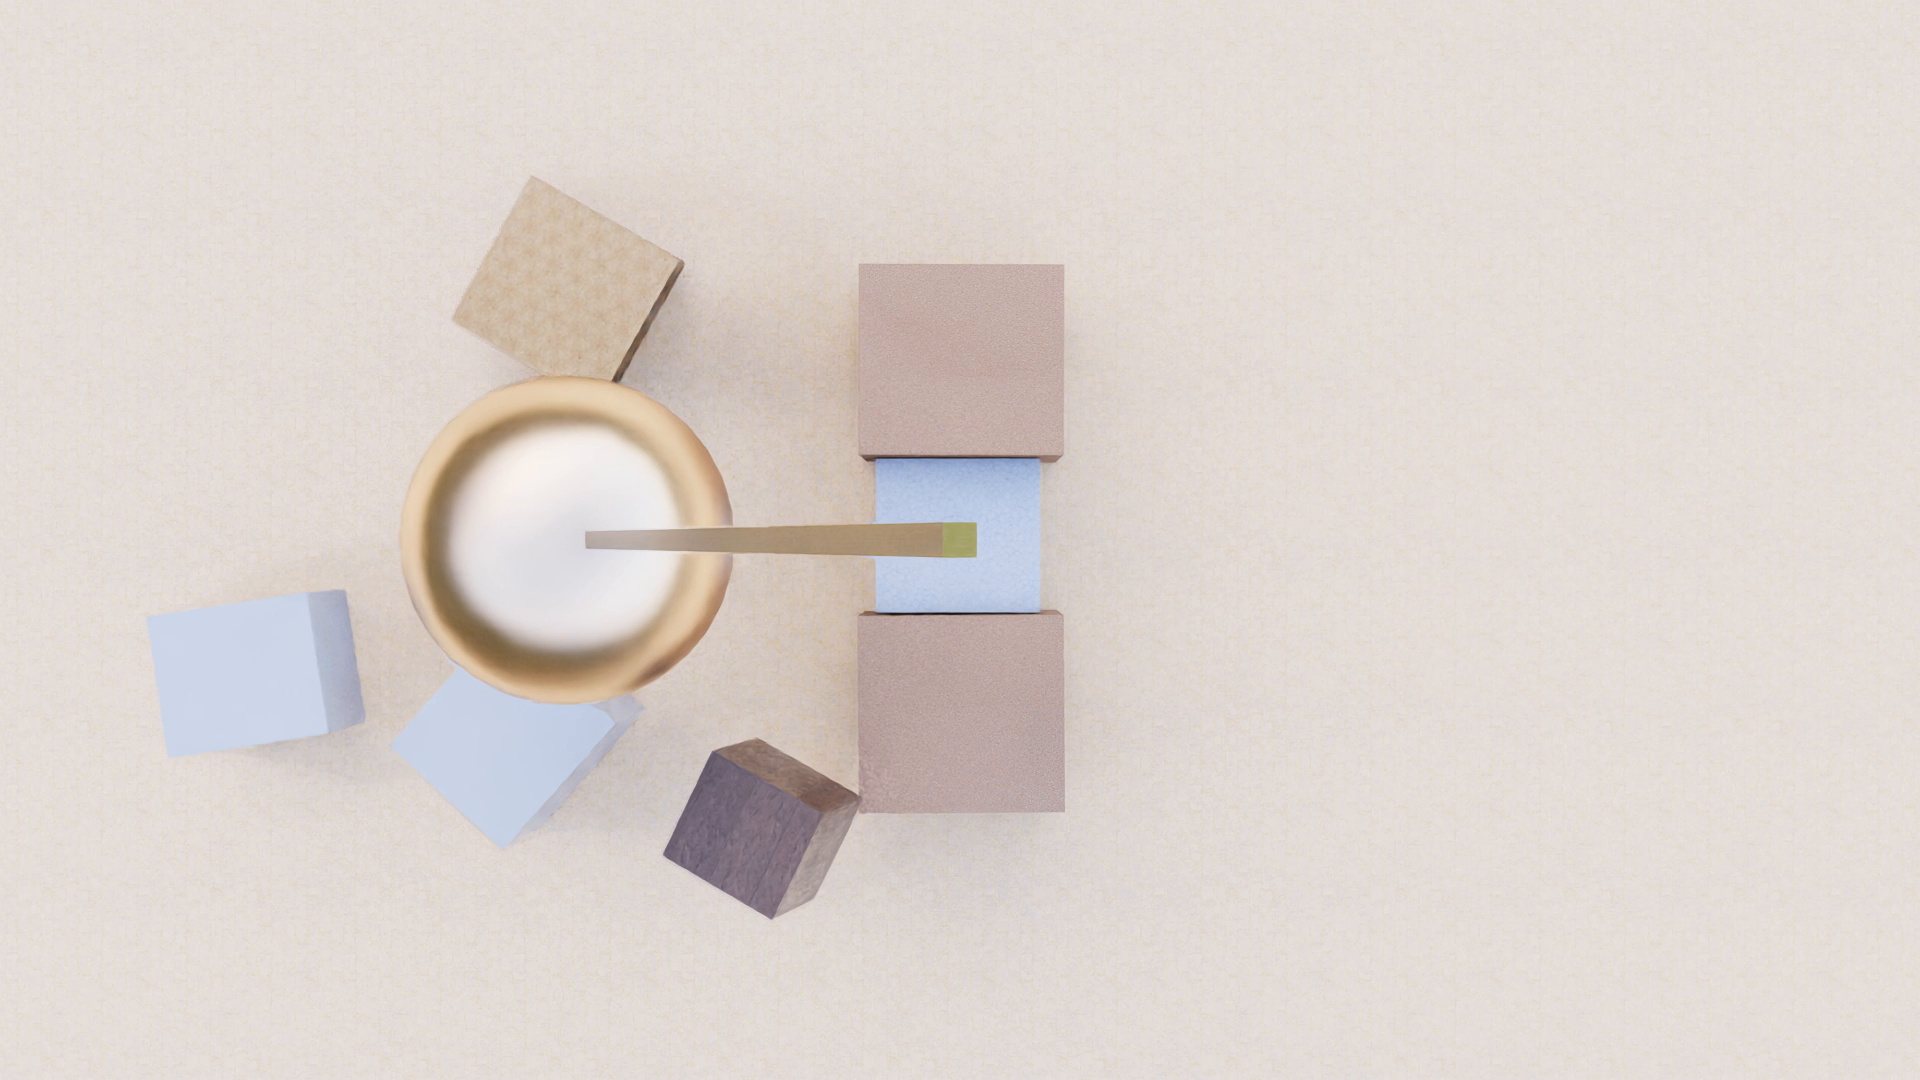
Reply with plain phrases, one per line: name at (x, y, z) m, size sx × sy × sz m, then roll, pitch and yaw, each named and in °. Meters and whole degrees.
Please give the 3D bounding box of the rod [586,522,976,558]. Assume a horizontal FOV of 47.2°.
rod at (-0.820, 0.000, 7.417) m, size 0.080 × 5.200 × 0.080 m, roll 0°, pitch 90°, yaw -18°

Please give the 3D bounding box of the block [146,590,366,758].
block at (-4.015, 0.752, 12.610) m, size 0.896 × 0.780 × 0.794 m, roll -9°, pitch 90°, yaw 0°

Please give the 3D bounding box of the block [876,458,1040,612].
block at (-0.012, -0.025, 12.592) m, size 0.911 × 0.815 × 0.852 m, roll 0°, pitch 90°, yaw 0°

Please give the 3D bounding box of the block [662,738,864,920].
block at (-1.042, 1.527, 11.731) m, size 0.688 × 0.653 × 0.628 m, roll 28°, pitch 98°, yaw 14°

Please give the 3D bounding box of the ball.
ball at (-1.892, 0.000, 10.644) m, size 1.600 × 1.600 × 1.600 m, roll 0°, pitch 90°, yaw 0°

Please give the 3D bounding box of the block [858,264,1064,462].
block at (0.007, -0.978, 12.450) m, size 1.114 × 1.099 × 1.032 m, roll 0°, pitch 90°, yaw 0°

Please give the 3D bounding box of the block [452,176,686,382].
block at (-2.197, -1.416, 12.486) m, size 0.909 × 0.881 × 0.908 m, roll 30°, pitch 93°, yaw -7°

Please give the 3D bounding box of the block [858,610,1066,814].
block at (0.006, 0.956, 12.528) m, size 1.133 × 0.944 × 1.082 m, roll 0°, pitch 90°, yaw 0°

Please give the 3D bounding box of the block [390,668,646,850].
block at (-2.499, 1.063, 12.538) m, size 0.852 × 0.859 × 0.943 m, roll 42°, pitch 93°, yaw 2°
